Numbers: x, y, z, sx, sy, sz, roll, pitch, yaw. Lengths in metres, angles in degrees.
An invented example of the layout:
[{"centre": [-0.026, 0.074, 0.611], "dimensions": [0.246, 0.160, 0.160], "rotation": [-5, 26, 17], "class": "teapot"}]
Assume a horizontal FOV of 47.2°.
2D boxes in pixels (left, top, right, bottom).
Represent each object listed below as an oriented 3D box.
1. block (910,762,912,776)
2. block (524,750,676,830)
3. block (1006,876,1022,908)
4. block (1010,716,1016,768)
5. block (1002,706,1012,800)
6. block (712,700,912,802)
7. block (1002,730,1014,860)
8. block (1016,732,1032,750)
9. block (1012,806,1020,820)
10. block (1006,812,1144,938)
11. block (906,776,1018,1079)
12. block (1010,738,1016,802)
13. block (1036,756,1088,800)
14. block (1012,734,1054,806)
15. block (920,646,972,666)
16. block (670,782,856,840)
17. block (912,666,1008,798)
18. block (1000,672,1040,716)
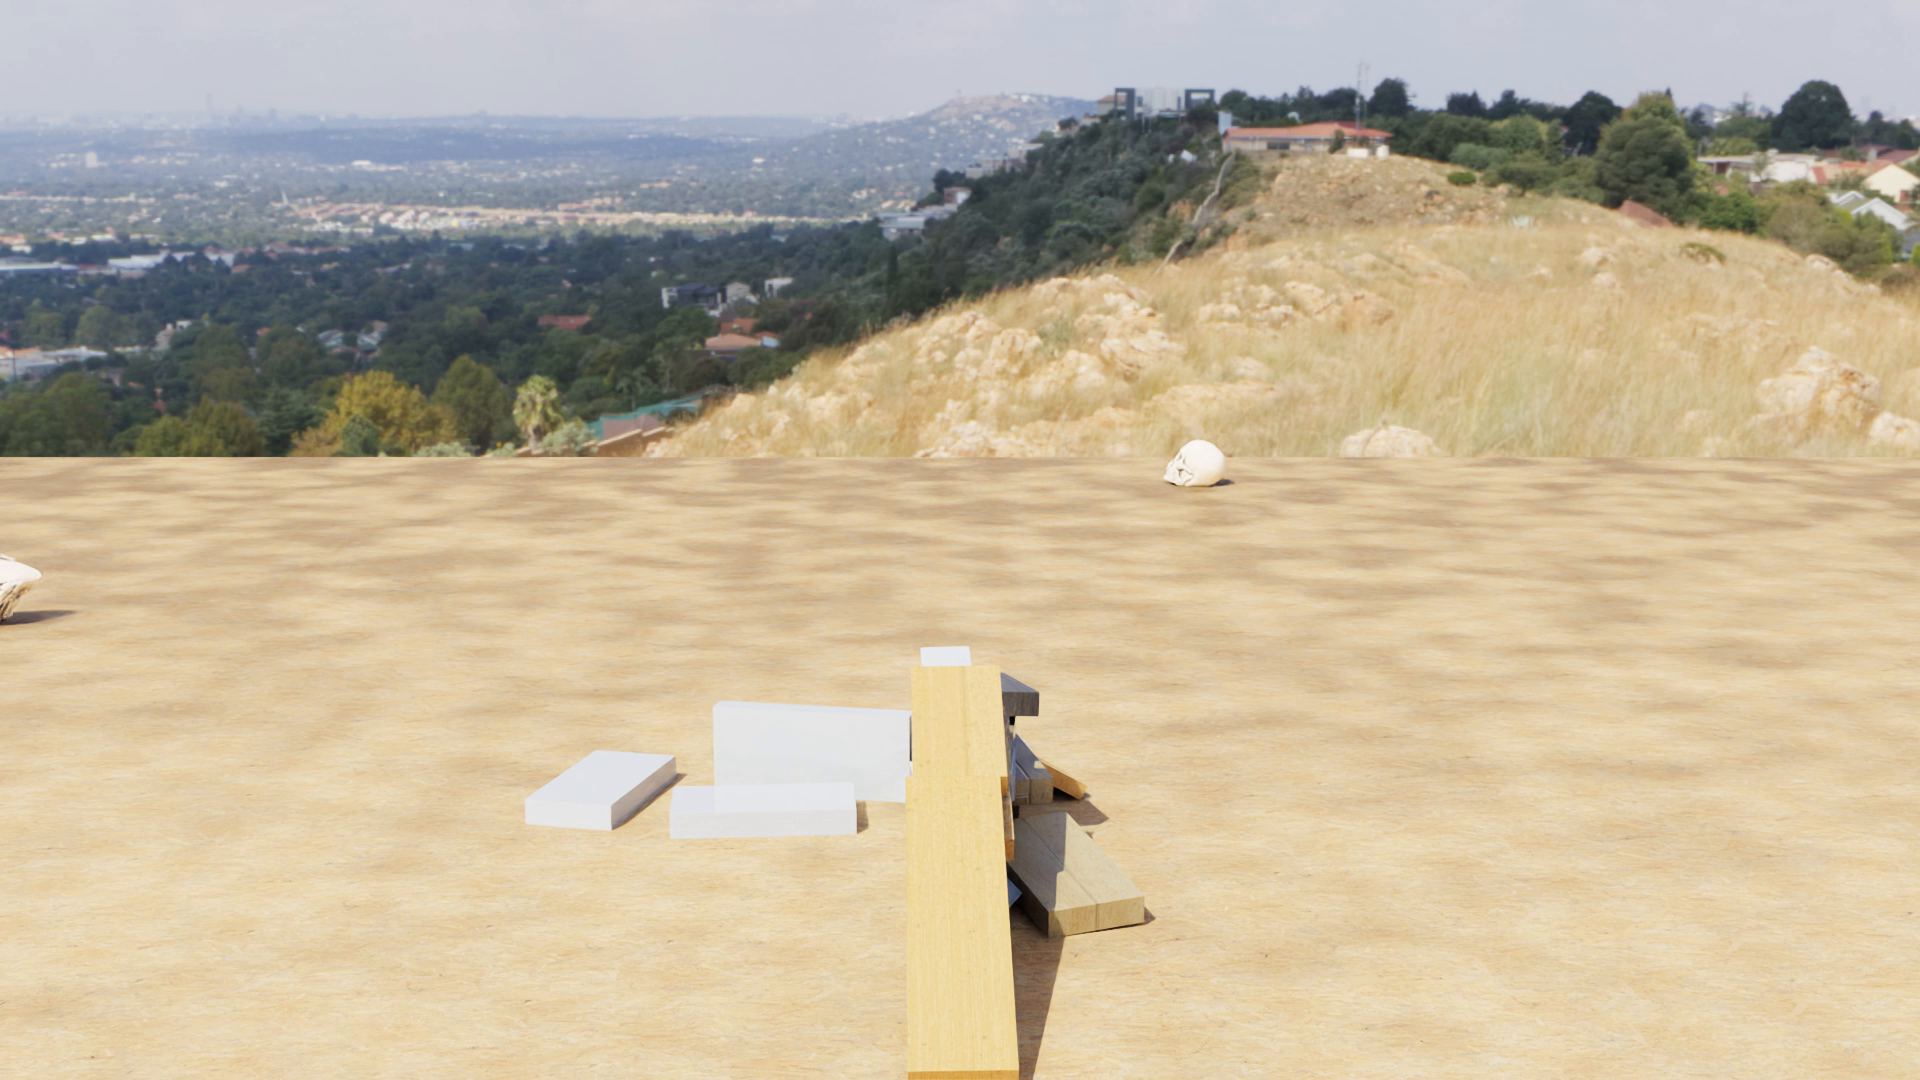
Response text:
[{"centre": [-0.019, 0.479, 3.996], "dimensions": [0.120, 0.034, 0.239], "rotation": [-2, 27, -8], "class": "block"}, {"centre": [-0.677, 0.472, 4.174], "dimensions": [0.167, 0.047, 0.335], "rotation": [2, 11, 13], "class": "block"}, {"centre": [0.060, 0.573, 3.601], "dimensions": [0.015, 0.054, 0.108], "rotation": [42, -2, -25], "class": "block"}, {"centre": [0.015, 0.357, 3.741], "dimensions": [0.147, 0.042, 0.294], "rotation": [3, 17, 4], "class": "block"}, {"centre": [0.008, 0.373, 3.564], "dimensions": [0.147, 0.042, 0.294], "rotation": [0, 33, 0], "class": "block"}, {"centre": [-0.279, 0.404, 4.210], "dimensions": [0.385, 0.167, 0.047], "rotation": [2, 11, 11], "class": "block"}, {"centre": [0.004, 0.393, 3.456], "dimensions": [0.146, 0.041, 0.292], "rotation": [-1, 33, -2], "class": "block"}, {"centre": [0.086, 0.414, 4.358], "dimensions": [0.030, 0.104, 0.209], "rotation": [-44, 3, 12], "class": "block"}, {"centre": [0.009, 0.444, 3.907], "dimensions": [0.120, 0.034, 0.239], "rotation": [-4, 17, -17], "class": "block"}, {"centre": [0.161, 0.548, 3.630], "dimensions": [0.165, 0.047, 0.329], "rotation": [-6, 20, -19], "class": "block"}, {"centre": [-0.003, 0.547, 3.146], "dimensions": [0.146, 0.041, 0.598], "rotation": [0, 34, -1], "class": "block"}, {"centre": [0.015, 0.362, 3.878], "dimensions": [0.165, 0.047, 0.373], "rotation": [2, 17, 1], "class": "block"}, {"centre": [0.134, 0.425, 4.190], "dimensions": [0.209, 0.030, 0.104], "rotation": [30, -1, -23], "class": "block"}, {"centre": [0.036, 0.392, 3.943], "dimensions": [0.165, 0.047, 0.329], "rotation": [-3, 17, -16], "class": "block"}, {"centre": [-0.021, 0.339, 4.537], "dimensions": [0.104, 0.030, 0.432], "rotation": [-1, 26, -3], "class": "block"}, {"centre": [-0.361, 0.497, 4.042], "dimensions": [0.335, 0.047, 0.167], "rotation": [-1, 11, -5], "class": "block"}, {"centre": [-0.004, 0.304, 3.519], "dimensions": [0.146, 0.041, 0.292], "rotation": [0, 33, -2], "class": "block"}, {"centre": [0.036, 0.272, 3.917], "dimensions": [0.147, 0.042, 0.294], "rotation": [2, 3, -11], "class": "block"}]
